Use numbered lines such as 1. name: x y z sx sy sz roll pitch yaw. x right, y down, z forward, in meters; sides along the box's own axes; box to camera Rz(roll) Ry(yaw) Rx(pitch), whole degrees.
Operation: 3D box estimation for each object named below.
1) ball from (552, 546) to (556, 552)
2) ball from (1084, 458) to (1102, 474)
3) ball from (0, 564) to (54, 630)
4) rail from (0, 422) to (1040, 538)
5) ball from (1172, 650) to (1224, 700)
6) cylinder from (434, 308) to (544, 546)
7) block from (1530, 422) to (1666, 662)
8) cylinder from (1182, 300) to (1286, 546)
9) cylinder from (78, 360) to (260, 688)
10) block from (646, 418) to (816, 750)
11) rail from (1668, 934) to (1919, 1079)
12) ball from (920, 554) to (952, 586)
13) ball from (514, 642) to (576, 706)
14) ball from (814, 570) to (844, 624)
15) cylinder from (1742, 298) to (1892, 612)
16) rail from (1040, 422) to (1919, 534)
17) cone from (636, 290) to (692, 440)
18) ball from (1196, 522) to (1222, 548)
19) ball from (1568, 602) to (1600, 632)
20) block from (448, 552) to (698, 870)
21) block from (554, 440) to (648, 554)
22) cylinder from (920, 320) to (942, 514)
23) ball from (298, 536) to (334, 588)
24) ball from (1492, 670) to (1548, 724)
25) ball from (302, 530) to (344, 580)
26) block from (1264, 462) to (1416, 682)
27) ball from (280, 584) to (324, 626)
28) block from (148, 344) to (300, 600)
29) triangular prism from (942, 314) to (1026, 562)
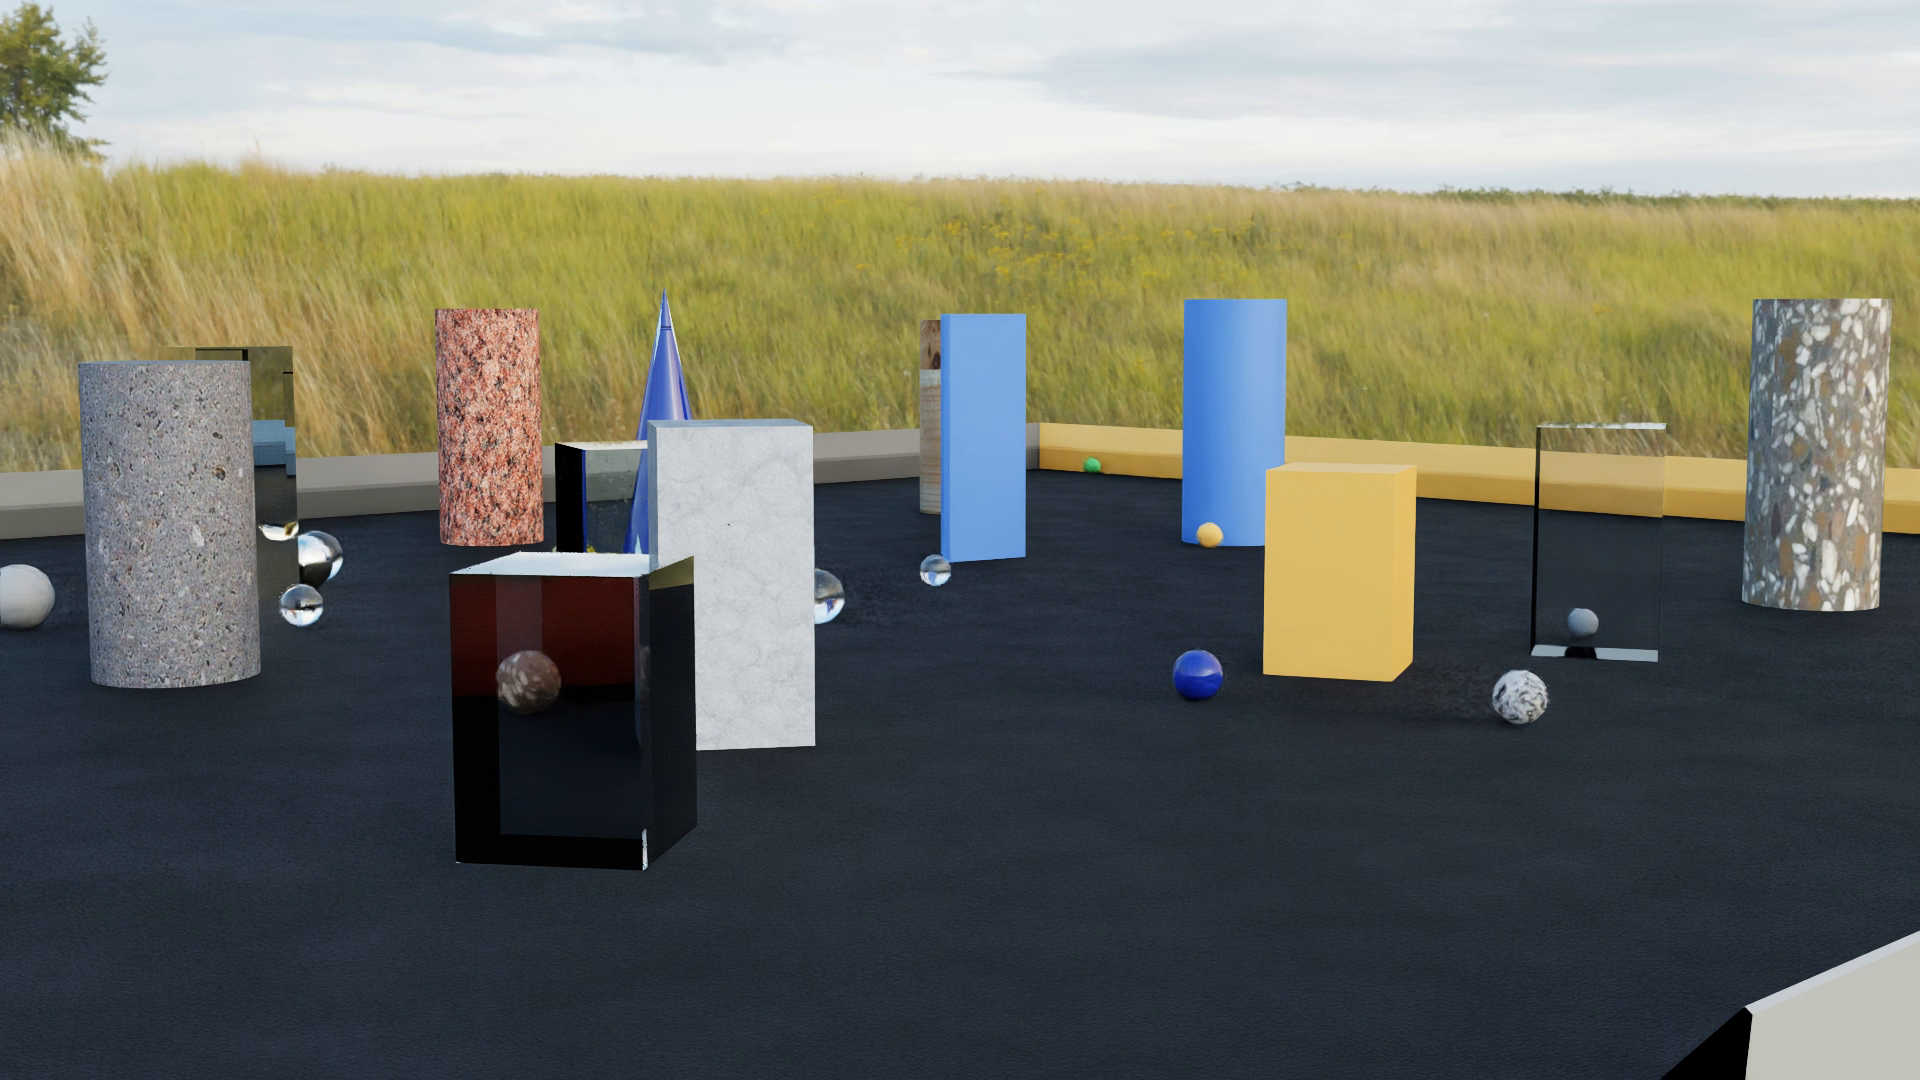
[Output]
1. ball: -0.650 0.030 3.672 0.065 0.065 0.065 0 6 0
2. ball: 0.361 -0.201 5.979 0.044 0.044 0.044 0 6 0
3. ball: -1.314 0.079 3.070 0.092 0.092 0.092 0 6 0
4. rail: -1.315 -0.115 4.749 4.233 0.127 0.045 -5 8 -42
5. ball: 0.272 0.154 2.515 0.058 0.058 0.058 0 6 0
6. cylinder: -0.906 -0.221 4.235 0.196 0.447 0.196 0 6 0
7. block: 0.836 -0.003 2.876 0.157 0.295 0.157 2 6 18
8. cylinder: 0.527 -0.230 4.234 0.196 0.464 0.196 0 6 0
9. cylinder: -0.959 -0.025 2.675 0.196 0.382 0.196 0 6 0
10. block: -0.241 0.042 2.299 0.157 0.327 0.157 -1 6 -11
11. rail: 1.315 0.181 1.914 4.233 0.127 0.045 -5 8 -42
12. ball: -0.040 0.049 3.555 0.051 0.051 0.051 0 6 0
13. ball: -0.469 0.151 2.484 0.071 0.071 0.071 0 6 0
14. ball: -0.203 0.081 3.124 0.078 0.078 0.078 0 6 0
15. cylinder: 1.298 -0.134 3.336 0.196 0.461 0.196 0 6 0
16. rail: 1.538 -0.115 4.743 0.045 0.127 3.926 -5 8 -42
17. cone: -0.513 -0.199 3.841 0.196 0.486 0.196 0 6 0
18. ball: 0.467 -0.009 4.124 0.048 0.048 0.048 0 6 0
19. ball: 0.864 0.107 3.044 0.042 0.042 0.042 0 6 0
20. block: -0.318 0.137 1.830 0.157 0.236 0.157 1 6 9
21. block: -0.387 0.028 2.631 0.157 0.285 0.157 -3 6 -23
22. cylinder: 0.008 -0.274 4.859 0.196 0.423 0.196 0 6 0
23. ball: -1.044 0.036 3.502 0.088 0.088 0.088 0 6 0
24. ball: 0.604 0.169 2.370 0.059 0.059 0.059 0 6 0
25. ball: -1.055 0.027 3.605 0.084 0.084 0.084 0 6 0
26. block: 0.473 0.035 2.730 0.157 0.251 0.157 2 6 20
27. ball: -0.928 0.093 3.102 0.059 0.059 0.059 0 6 0
28. block: -1.140 -0.105 3.409 0.157 0.389 0.157 -6 8 -44
29. triangular prism: 0.008 -0.189 3.978 0.170 0.437 0.147 -4 7 -33
